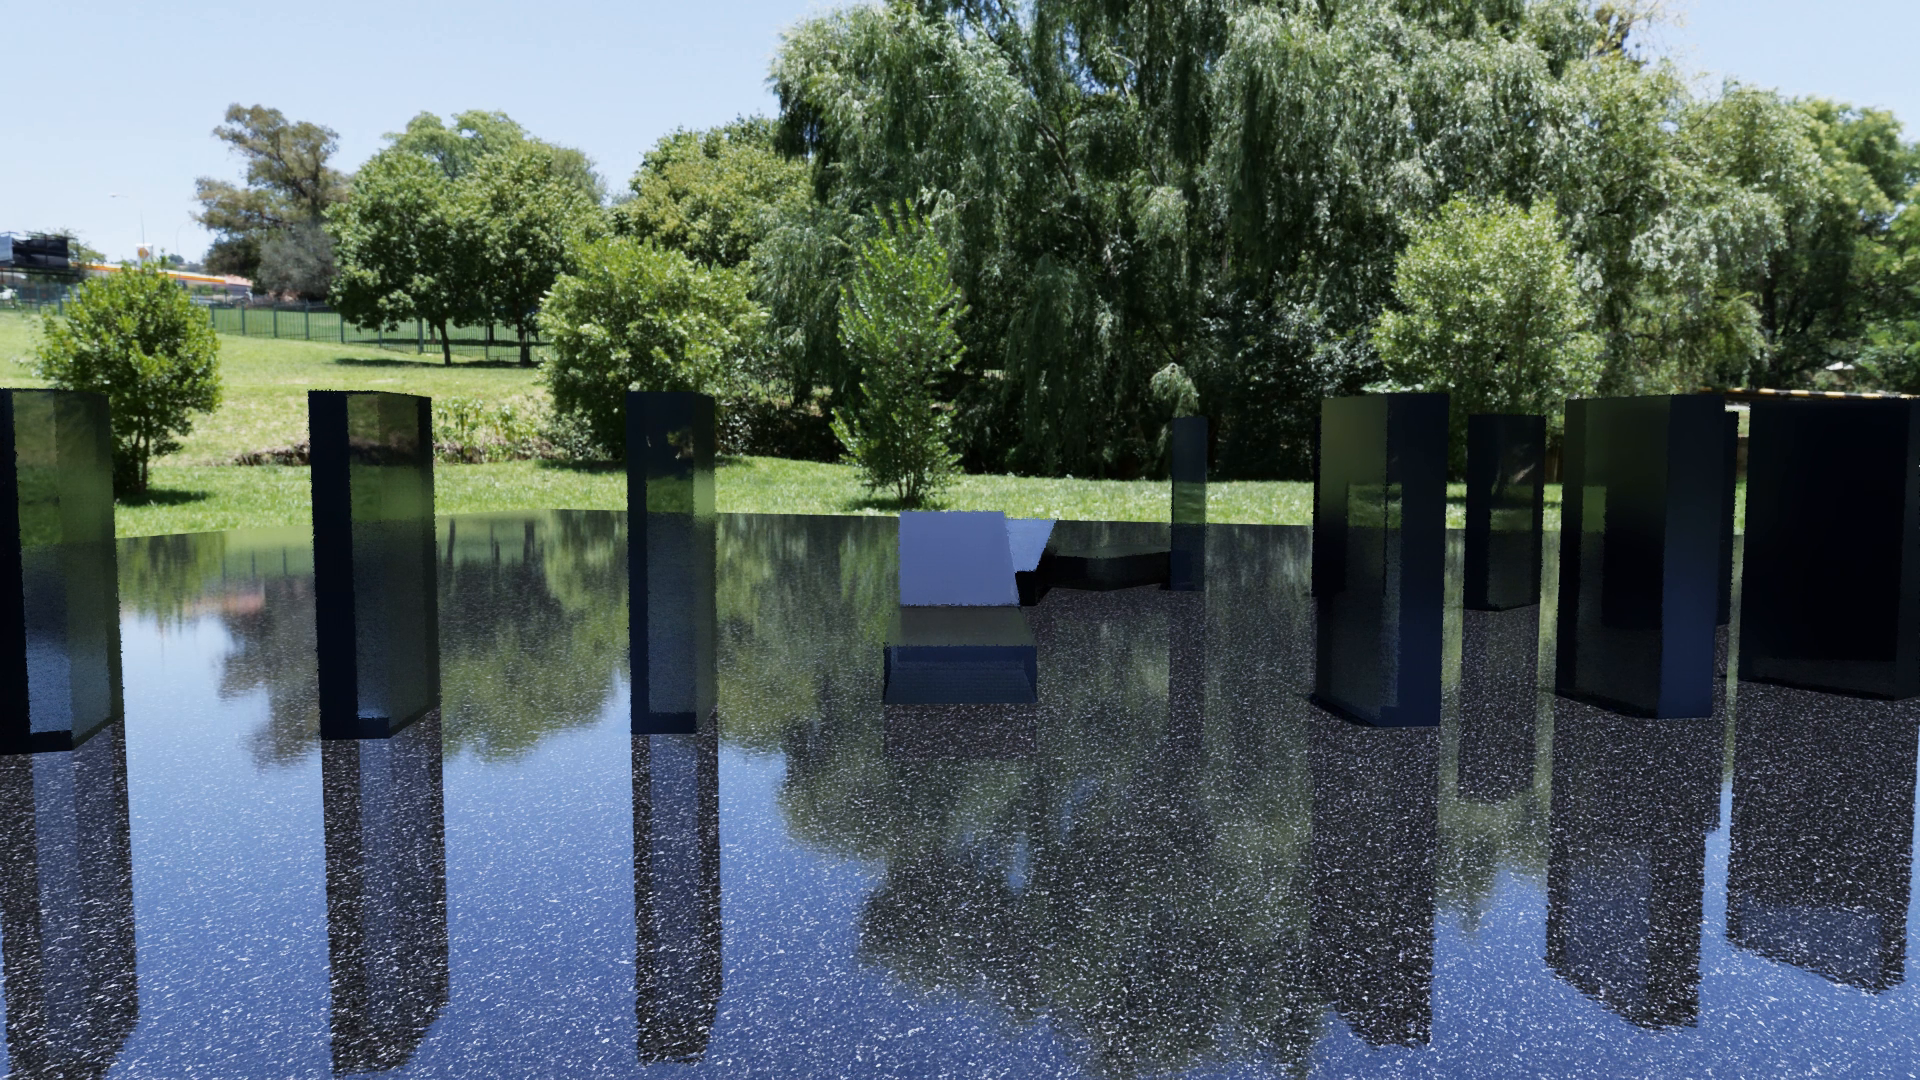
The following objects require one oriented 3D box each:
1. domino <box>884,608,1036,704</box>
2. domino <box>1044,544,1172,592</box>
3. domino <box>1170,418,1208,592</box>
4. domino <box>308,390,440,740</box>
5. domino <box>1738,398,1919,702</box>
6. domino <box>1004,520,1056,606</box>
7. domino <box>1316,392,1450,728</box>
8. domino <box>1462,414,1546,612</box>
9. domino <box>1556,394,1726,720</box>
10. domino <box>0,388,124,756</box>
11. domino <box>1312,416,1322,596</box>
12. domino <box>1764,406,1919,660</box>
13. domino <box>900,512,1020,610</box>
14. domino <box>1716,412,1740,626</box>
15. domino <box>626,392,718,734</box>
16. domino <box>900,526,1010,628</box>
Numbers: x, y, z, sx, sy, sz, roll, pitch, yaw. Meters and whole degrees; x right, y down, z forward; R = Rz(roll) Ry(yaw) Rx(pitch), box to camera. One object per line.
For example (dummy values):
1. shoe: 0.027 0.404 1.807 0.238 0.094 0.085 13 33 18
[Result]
1. domino: 0.000 0.020 0.235 0.025 0.009 0.050 0 4 -1
2. domino: 0.048 0.008 0.396 0.025 0.009 0.050 4 6 41
3. domino: 0.068 -0.011 0.382 0.009 0.050 0.025 1 4 12
4. domino: -0.089 0.003 0.195 0.009 0.050 0.025 0 4 -6
5. domino: 0.152 0.001 0.224 0.009 0.050 0.025 -3 5 -31
6. domino: 0.012 0.006 0.362 0.025 0.009 0.050 1 17 11
7. domino: 0.066 0.002 0.204 0.010 0.050 0.025 0 4 -6
8. domino: 0.143 -0.008 0.336 0.025 0.050 0.009 -4 6 -43
9. domino: 0.110 0.002 0.210 0.009 0.050 0.025 -1 4 -10
10. domino: -0.132 0.004 0.187 0.009 0.050 0.025 -1 5 -19
11. domino: 0.109 -0.010 0.364 0.010 0.050 0.025 3 5 32
12. domino: 0.178 -0.002 0.258 0.025 0.050 0.009 1 4 9
13. domino: -0.001 0.008 0.290 0.025 0.009 0.050 0 24 -3
14. domino: 0.169 -0.005 0.300 0.025 0.050 0.009 -2 5 -26
15. domino: -0.044 0.003 0.199 0.009 0.050 0.025 0 4 -4
16. domino: -0.002 0.008 0.319 0.025 0.009 0.050 0 17 -3
